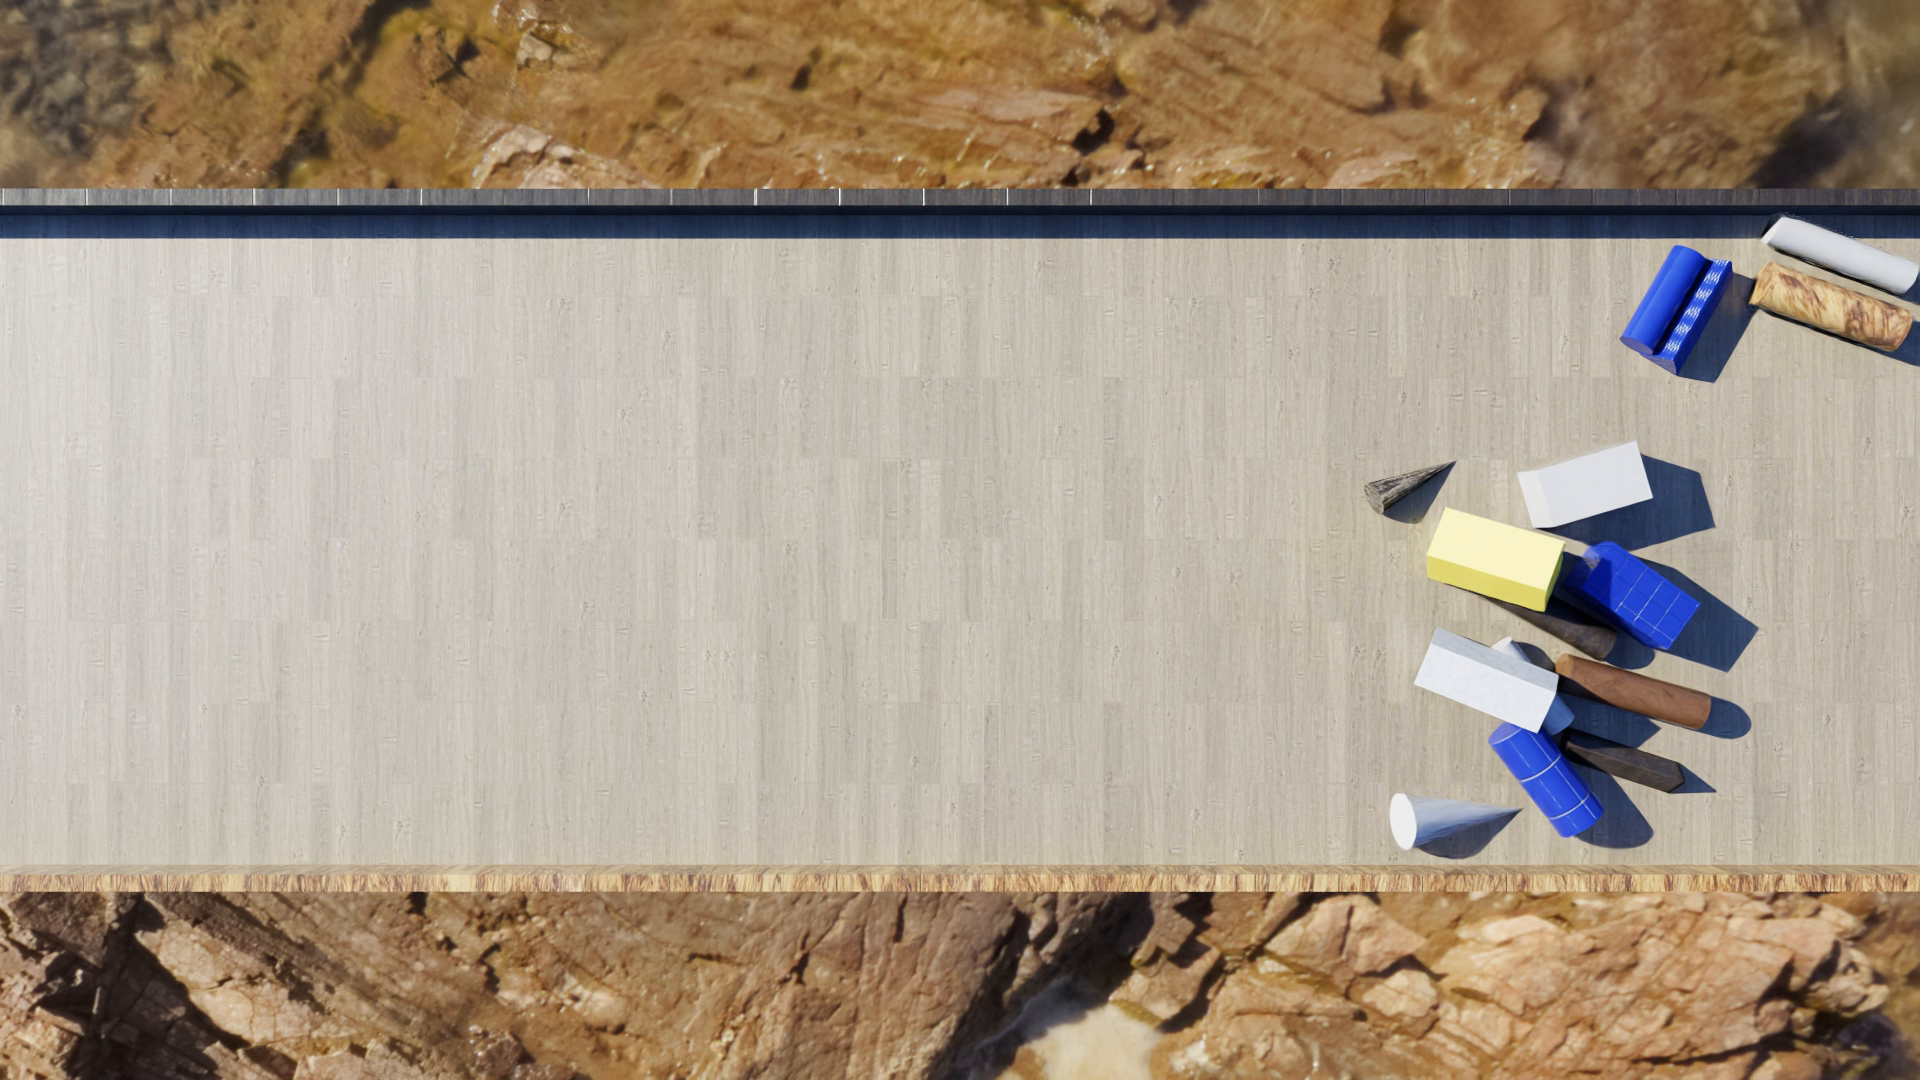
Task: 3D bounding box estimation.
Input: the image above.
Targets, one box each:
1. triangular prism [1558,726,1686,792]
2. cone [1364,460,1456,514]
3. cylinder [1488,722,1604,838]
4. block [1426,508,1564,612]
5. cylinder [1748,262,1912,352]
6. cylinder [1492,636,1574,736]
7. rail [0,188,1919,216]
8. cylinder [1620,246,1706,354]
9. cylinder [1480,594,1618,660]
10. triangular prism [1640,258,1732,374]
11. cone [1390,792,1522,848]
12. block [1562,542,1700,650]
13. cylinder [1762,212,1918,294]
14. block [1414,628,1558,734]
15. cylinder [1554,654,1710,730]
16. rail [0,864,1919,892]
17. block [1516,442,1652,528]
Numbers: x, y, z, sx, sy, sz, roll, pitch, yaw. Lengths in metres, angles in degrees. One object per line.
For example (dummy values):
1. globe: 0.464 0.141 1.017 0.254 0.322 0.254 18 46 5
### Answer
1. triangular prism: 2.022 0.676 5.031 0.364 0.086 0.099 18 90 0
2. cone: 1.398 -0.186 5.051 0.303 0.103 0.103 -24 90 -10
3. cylinder: 1.774 0.711 4.999 0.156 0.156 0.358 -38 90 0
4. block: 1.591 0.059 4.909 0.350 0.165 0.165 18 71 24
5. cylinder: 2.641 -0.707 5.009 0.437 0.134 0.134 19 90 0
6. cylinder: 1.731 0.446 5.022 0.107 0.107 0.303 -39 90 0
7. rail: -2.247 -1.025 5.002 12.000 0.150 0.050 0 90 0
8. cylinder: 2.140 -0.730 5.023 0.107 0.107 0.321 30 90 0
9. cylinder: 1.791 0.222 5.022 0.406 0.108 0.108 29 90 0
10. triangular prism: 2.232 -0.688 5.017 0.130 0.113 0.346 30 90 0
11. cone: 1.539 0.838 5.035 0.407 0.169 0.169 -4 90 -12
12. block: 2.027 0.166 4.992 0.318 0.168 0.168 35 90 0
13. cylinder: 2.679 -0.874 5.025 0.443 0.103 0.103 21 90 0
14. block: 1.575 0.417 4.937 0.376 0.141 0.141 22 115 15
15. cylinder: 2.040 0.461 5.017 0.443 0.119 0.119 16 90 0
16. rail: -2.247 1.025 5.001 12.000 0.150 0.050 0 90 0
17. block: 1.887 -0.166 4.989 0.308 0.175 0.175 -16 90 0
